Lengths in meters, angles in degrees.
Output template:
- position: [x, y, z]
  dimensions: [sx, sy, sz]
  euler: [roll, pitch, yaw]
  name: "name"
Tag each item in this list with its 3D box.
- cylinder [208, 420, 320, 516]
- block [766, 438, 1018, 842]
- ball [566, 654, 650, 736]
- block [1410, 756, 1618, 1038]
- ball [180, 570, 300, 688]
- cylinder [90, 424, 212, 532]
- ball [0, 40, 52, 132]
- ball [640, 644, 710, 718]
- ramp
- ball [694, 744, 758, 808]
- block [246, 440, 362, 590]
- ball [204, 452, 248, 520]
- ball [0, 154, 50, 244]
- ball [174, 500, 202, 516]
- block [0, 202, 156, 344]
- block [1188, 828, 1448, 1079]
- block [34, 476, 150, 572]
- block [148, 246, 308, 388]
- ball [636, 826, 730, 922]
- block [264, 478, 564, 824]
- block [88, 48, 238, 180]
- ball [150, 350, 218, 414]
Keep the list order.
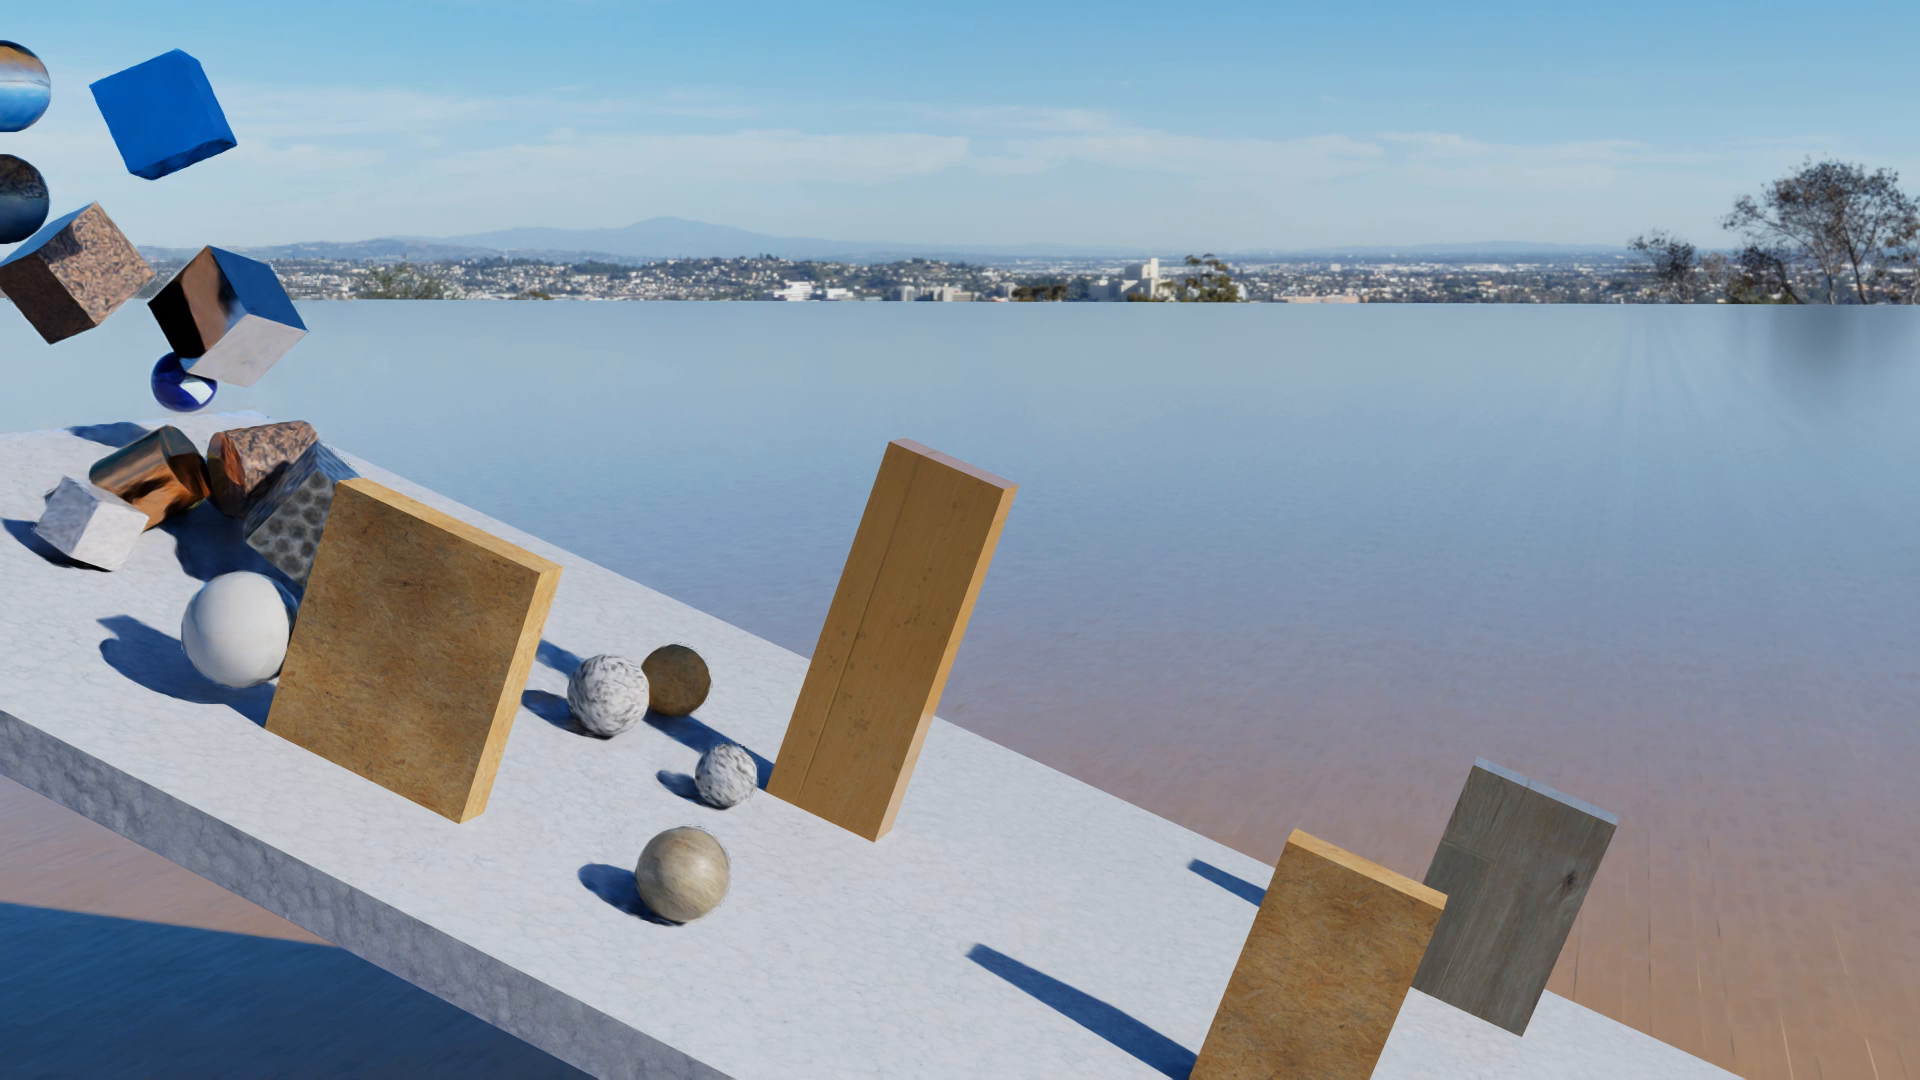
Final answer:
- position: [-1.429, -0.149, 4.534]
  dimensions: [0.176, 0.176, 0.176]
  euler: [-14, 14, -41]
  name: "cylinder"
- position: [-0.135, 0.194, 4.245]
  dimensions: [0.242, 0.740, 0.101]
  euler: [23, 13, 13]
  name: "block"
- position: [-0.684, 0.301, 4.280]
  dimensions: [0.160, 0.160, 0.160]
  euler: [0, 7, 0]
  name: "ball"
- position: [1.103, 0.728, 4.496]
  dimensions: [0.300, 0.484, 0.090]
  euler: [23, 13, 13]
  name: "block"
- position: [-1.229, 0.153, 3.768]
  dimensions: [0.201, 0.201, 0.201]
  euler: [0, 7, 0]
  name: "ball"
- position: [-1.629, -0.121, 4.431]
  dimensions: [0.165, 0.165, 0.165]
  euler: [-27, 4, 7]
  name: "cylinder"
- position: [-1.894, -0.897, 4.351]
  dimensions: [0.181, 0.181, 0.181]
  euler: [0, 7, 0]
  name: "ball"
- position: [-0.587, 0.289, 4.512]
  dimensions: [0.149, 0.149, 0.149]
  euler: [0, 7, 0]
  name: "ball"
- position: [-0.326, 0.591, 4.206]
  dimensions: [4.000, 0.100, 2.000]
  euler: [23, 13, 13]
  name: "ramp"
- position: [-0.441, 0.444, 4.146]
  dimensions: [0.118, 0.118, 0.118]
  euler: [0, 7, 0]
  name: "ball"
- position: [-1.272, -0.037, 4.376]
  dimensions: [0.200, 0.200, 0.200]
  euler: [44, 3, -25]
  name: "block"
- position: [-1.537, -0.139, 4.746]
  dimensions: [0.195, 0.195, 0.195]
  euler: [0, 7, 0]
  name: "ball"
- position: [-1.992, -0.710, 4.572]
  dimensions: [0.186, 0.186, 0.186]
  euler: [0, 7, 0]
  name: "ball"
- position: [-1.651, -0.115, 4.616]
  dimensions: [0.130, 0.130, 0.130]
  euler: [0, 7, 0]
  name: "ball"
- position: [-1.901, -0.571, 4.712]
  dimensions: [0.194, 0.194, 0.194]
  euler: [-11, 34, 38]
  name: "block"
- position: [0.588, 0.749, 3.643]
  dimensions: [0.269, 0.464, 0.087]
  euler: [23, 13, 13]
  name: "block"
- position: [-1.656, -0.030, 4.195]
  dimensions: [0.122, 0.122, 0.122]
  euler: [27, -2, 29]
  name: "block"
- position: [-1.610, -0.489, 4.841]
  dimensions: [0.199, 0.199, 0.199]
  euler: [-39, -19, 14]
  name: "block"
- position: [-0.454, 0.547, 3.599]
  dimensions: [0.154, 0.154, 0.154]
  euler: [0, 7, 0]
  name: "ball"
- position: [-0.924, 0.184, 3.706]
  dimensions: [0.397, 0.459, 0.081]
  euler: [23, 13, 13]
  name: "block"
- position: [-1.553, -0.828, 4.295]
  dimensions: [0.181, 0.181, 0.181]
  euler: [-24, 7, -4]
  name: "block"
- position: [-1.716, -0.351, 4.865]
  dimensions: [0.142, 0.142, 0.142]
  euler: [0, 7, 0]
  name: "ball"
